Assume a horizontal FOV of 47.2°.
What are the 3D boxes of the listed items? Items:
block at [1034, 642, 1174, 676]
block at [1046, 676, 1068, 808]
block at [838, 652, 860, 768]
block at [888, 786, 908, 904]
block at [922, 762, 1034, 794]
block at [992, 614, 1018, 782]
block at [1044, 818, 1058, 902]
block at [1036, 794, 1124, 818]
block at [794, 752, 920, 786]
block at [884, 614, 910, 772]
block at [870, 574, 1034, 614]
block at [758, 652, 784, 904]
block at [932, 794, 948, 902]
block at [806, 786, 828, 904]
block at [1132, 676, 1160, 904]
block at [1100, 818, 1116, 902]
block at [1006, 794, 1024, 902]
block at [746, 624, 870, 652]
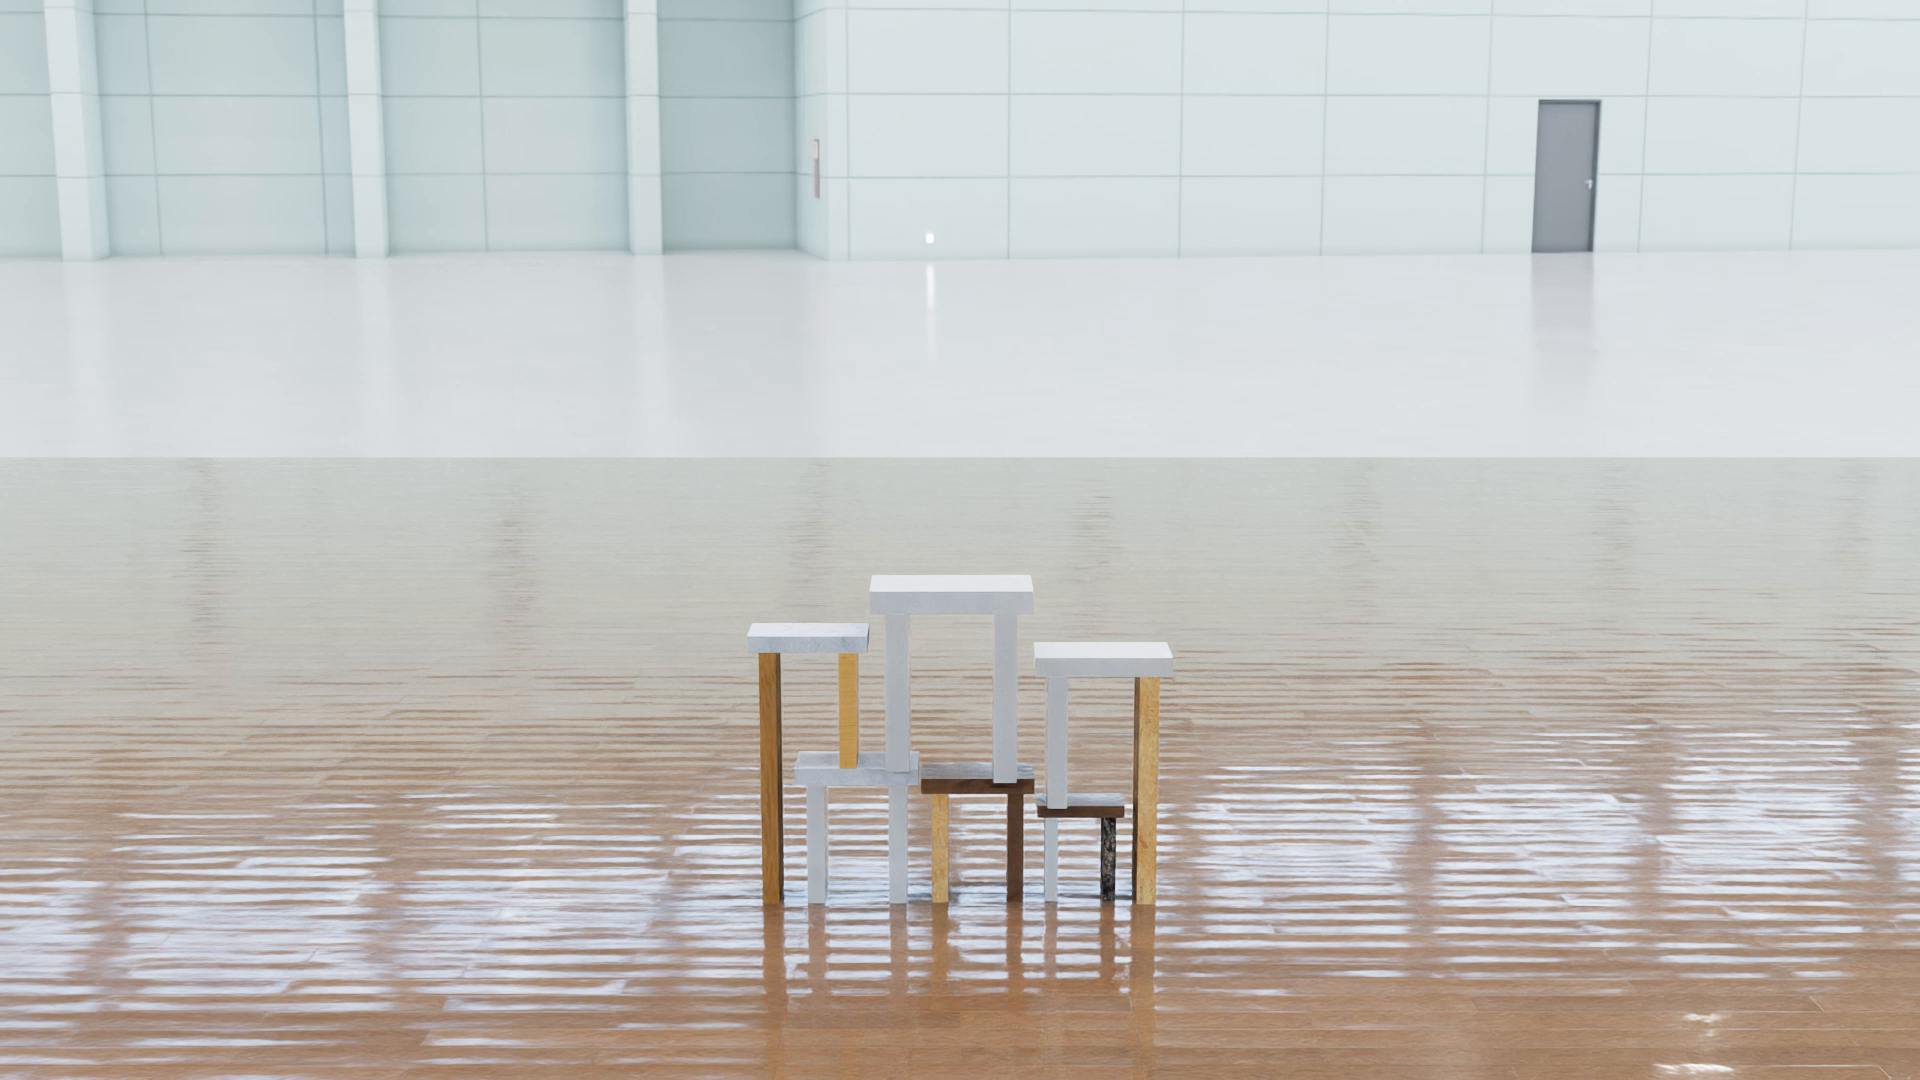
[{"bbox_3d":[0.233,0.195,3.600,0.221,0.031,0.111,0,11,0],"label":"block"},{"bbox_3d":[0.159,0.320,3.623,0.031,0.221,0.111,0,11,0],"label":"block"},{"bbox_3d":[-0.182,0.268,3.610,0.027,0.193,0.097,0,11,0],"label":"block"},{"bbox_3d":[-0.102,0.490,3.655,0.029,0.202,0.101,0,11,0],"label":"block"},{"bbox_3d":[0.029,0.394,3.637,0.185,0.026,0.093,0,11,0],"label":"block"},{"bbox_3d":[0.073,0.244,3.604,0.037,0.280,0.131,0,11,0],"label":"block"},{"bbox_3d":[0.151,0.520,3.655,0.020,0.143,0.072,0,11,0],"label":"block"},{"bbox_3d":[0.198,0.439,3.640,0.143,0.020,0.072,0,11,0],"label":"block"},{"bbox_3d":[-0.169,0.377,3.634,0.202,0.029,0.101,0,11,0],"label":"block"},{"bbox_3d":[-0.101,0.235,3.602,0.037,0.262,0.131,0,11,0],"label":"block"},{"bbox_3d":[-0.014,0.088,3.575,0.262,0.037,0.131,0,11,0],"label":"block"},{"bbox_3d":[-0.311,0.381,3.632,0.027,0.424,0.097,0,11,0],"label":"block"},{"bbox_3d":[-0.033,0.498,3.656,0.026,0.185,0.093,0,11,0],"label":"block"},{"bbox_3d":[-0.236,0.490,3.655,0.029,0.202,0.101,0,11,0],"label":"block"},{"bbox_3d":[0.306,0.400,3.638,0.031,0.385,0.111,0,11,0],"label":"block"},{"bbox_3d":[0.246,0.520,3.655,0.020,0.143,0.072,0,11,0],"label":"block"},{"bbox_3d":[0.091,0.498,3.656,0.026,0.185,0.093,0,11,0],"label":"block"},{"bbox_3d":[-0.247,0.160,3.590,0.194,0.027,0.097,0,11,0],"label":"block"}]
